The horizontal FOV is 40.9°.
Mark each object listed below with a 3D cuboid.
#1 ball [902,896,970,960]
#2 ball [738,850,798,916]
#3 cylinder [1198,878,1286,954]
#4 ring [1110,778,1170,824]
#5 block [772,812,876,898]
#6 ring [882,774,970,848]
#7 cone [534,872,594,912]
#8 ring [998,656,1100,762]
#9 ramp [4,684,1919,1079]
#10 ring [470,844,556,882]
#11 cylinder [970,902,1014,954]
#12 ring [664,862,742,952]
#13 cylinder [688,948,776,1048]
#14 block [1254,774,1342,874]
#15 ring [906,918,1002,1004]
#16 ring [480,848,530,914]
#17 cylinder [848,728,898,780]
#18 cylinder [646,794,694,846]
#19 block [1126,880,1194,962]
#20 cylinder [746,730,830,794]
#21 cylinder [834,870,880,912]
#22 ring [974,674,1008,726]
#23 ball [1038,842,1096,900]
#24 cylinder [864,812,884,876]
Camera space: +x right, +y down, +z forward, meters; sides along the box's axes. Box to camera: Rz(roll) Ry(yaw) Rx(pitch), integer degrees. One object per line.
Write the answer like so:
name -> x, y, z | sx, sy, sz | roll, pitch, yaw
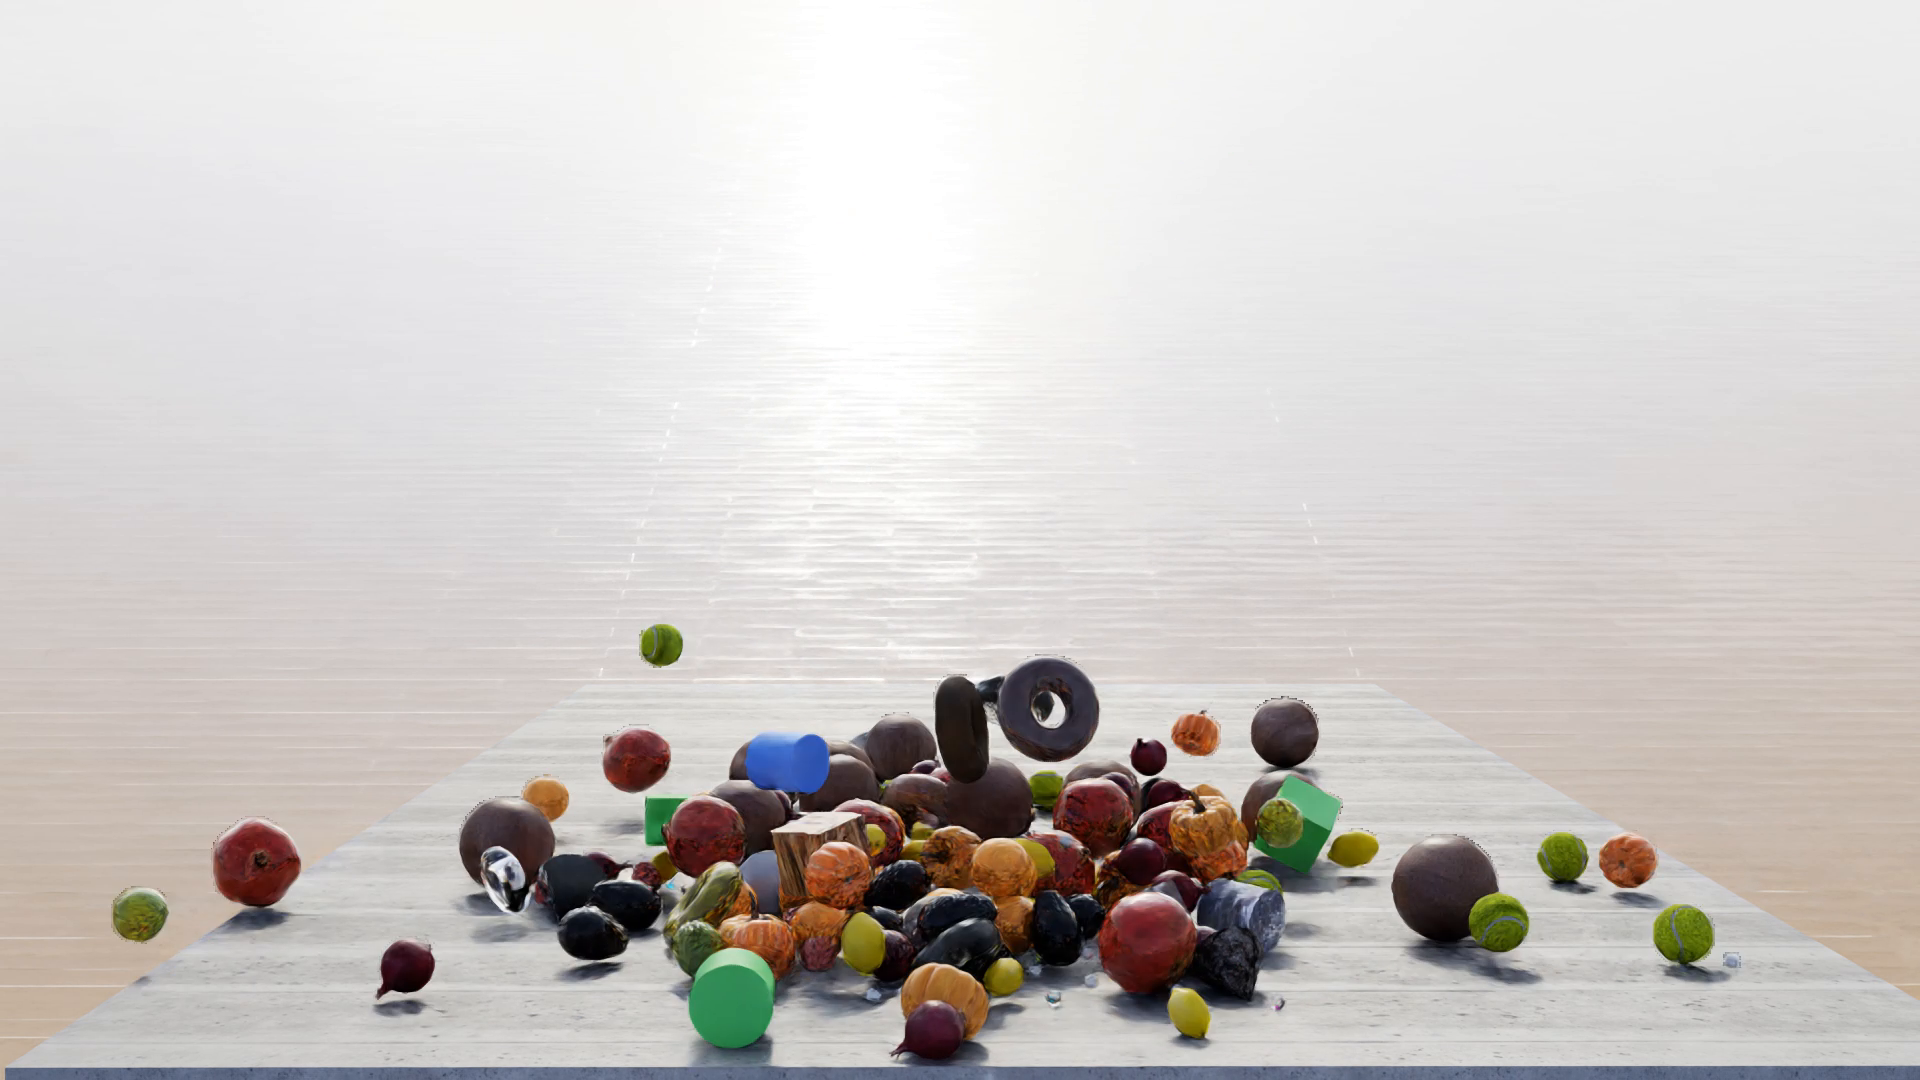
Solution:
ball -> -0.027, 0.458, 3.013 | 0.083, 0.083, 0.083 | 0, 24, 0
ball -> -0.249, 0.446, 3.346 | 0.085, 0.085, 0.085 | 0, 24, 0
cylinder -> 0.342, 0.456, 3.126 | 0.077, 0.077, 0.077 | 8, 23, 41
ring -> 0.283, 0.411, 4.060 | 0.108, 0.036, 0.108 | -34, -4, -3
block -> -0.166, 0.382, 3.129 | 0.080, 0.080, 0.080 | -2, 11, 40
ring -> -0.051, 0.409, 3.889 | 0.144, 0.144, 0.048 | 10, 48, 22
cone -> -0.507, 0.470, 3.400 | 0.077, 0.077, 0.077 | 32, 37, 29
ring -> 0.116, 0.222, 3.375 | 0.141, 0.141, 0.047 | -8, -10, -19
ramp -> 0.054, 0.493, 4.543 | 2.000, 0.100, 4.000 | 0, 2, 0
ring -> -0.632, 0.457, 3.651 | 0.123, 0.041, 0.123 | 0, 3, 0
cylinder -> 0.036, 0.466, 3.089 | 0.052, 0.052, 0.052 | 8, -15, 2
ring -> -0.312, 0.445, 3.126 | 0.043, 0.128, 0.128 | 40, 24, -9
cylinder -> -0.235, 0.472, 2.660 | 0.086, 0.086, 0.086 | -1, 2, -3
block -> 0.482, 0.406, 3.677 | 0.084, 0.084, 0.084 | 27, 30, 4
ring -> -0.007, 0.460, 2.811 | 0.122, 0.122, 0.041 | -21, 60, -39
ring -> -0.582, 0.436, 3.294 | 0.031, 0.093, 0.093 | -25, 33, -32
cylinder -> -0.159, 0.390, 4.682 | 0.069, 0.069, 0.069 | -14, 69, -28
cylinder -> -0.398, 0.384, 3.526 | 0.065, 0.065, 0.065 | 1, 0, 0
block -> 0.234, 0.444, 3.004 | 0.058, 0.058, 0.058 | -20, 50, -7
cylinder -> -0.231, 0.298, 3.460 | 0.080, 0.080, 0.080 | 0, 19, 38
cylinder -> -0.135, 0.458, 3.369 | 0.054, 0.054, 0.054 | 6, 23, -7
ring -> 0.082, 0.250, 3.981 | 0.127, 0.127, 0.042 | 3, 56, 7
ball -> 0.145, 0.446, 3.460 | 0.077, 0.077, 0.077 | 0, 24, 0
cylinder -> -0.156, 0.432, 3.650 | 0.088, 0.088, 0.088 | -2, 24, 4
